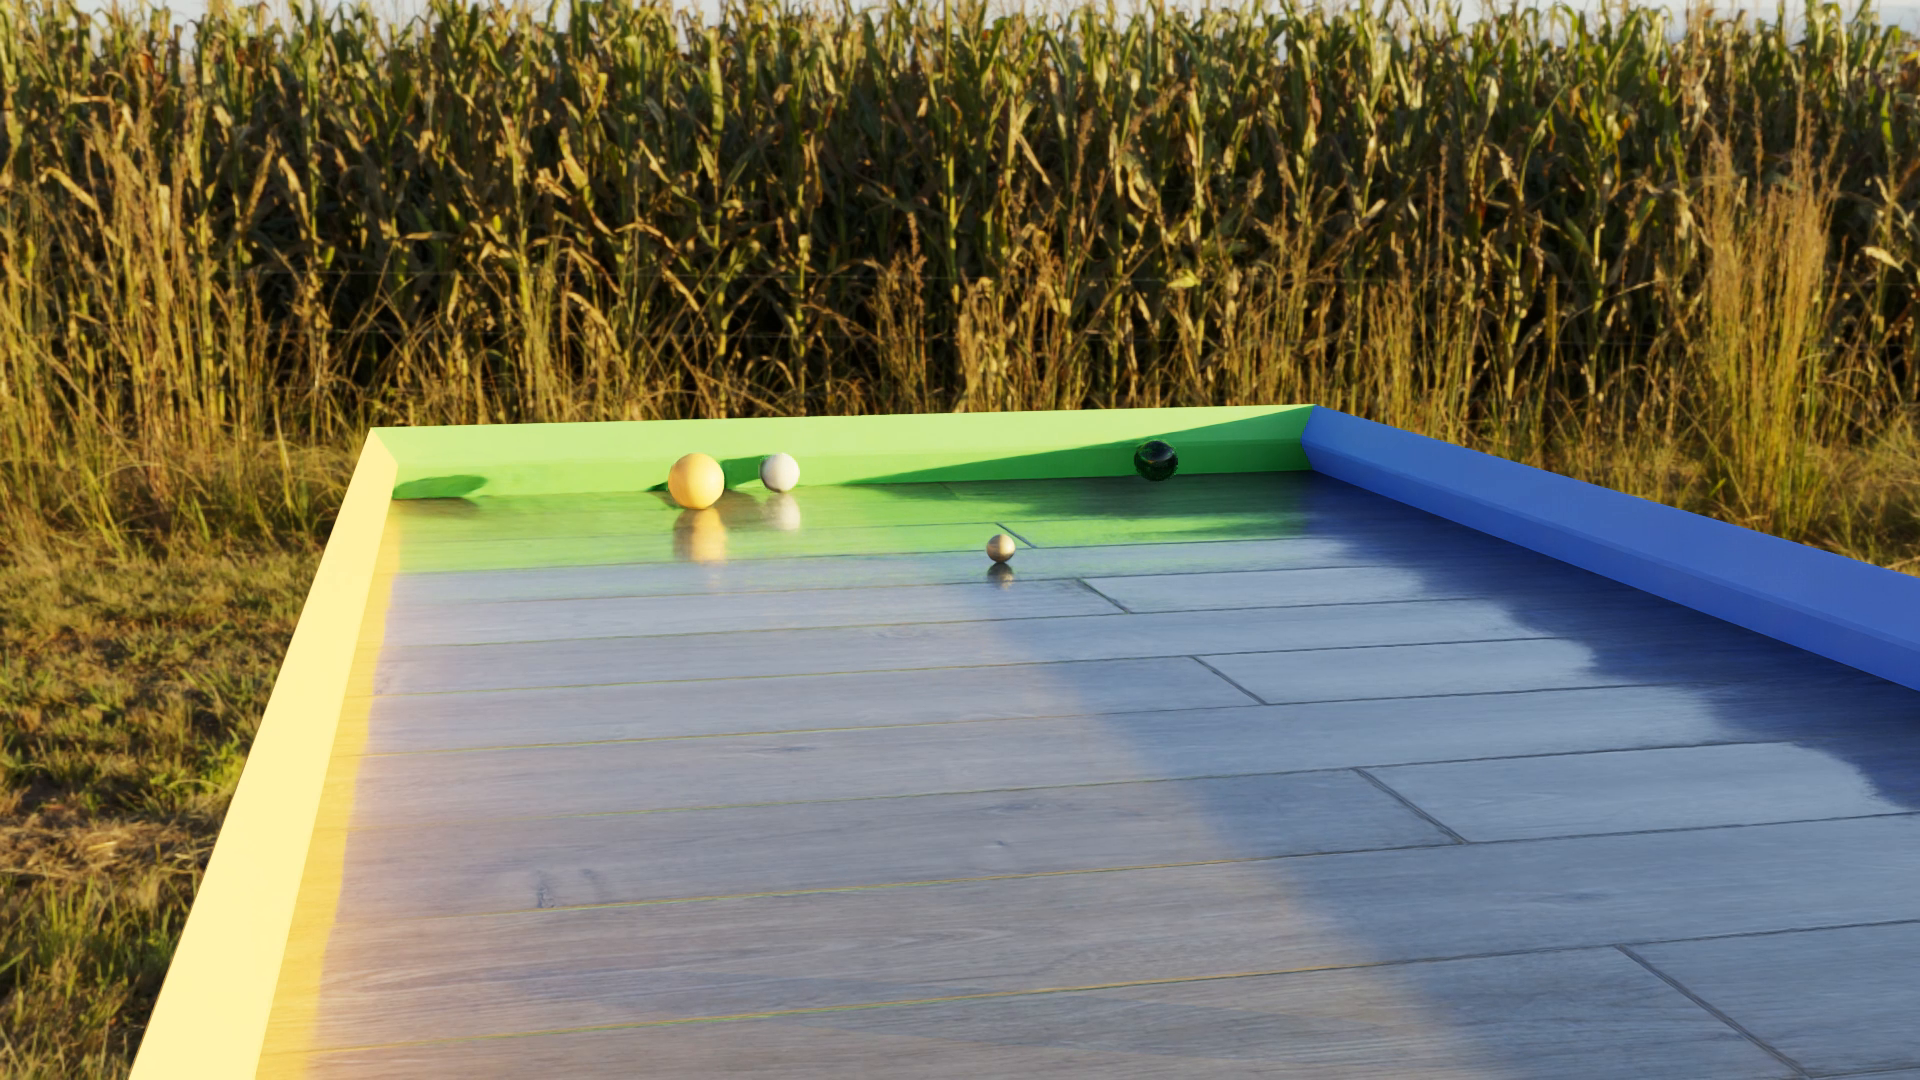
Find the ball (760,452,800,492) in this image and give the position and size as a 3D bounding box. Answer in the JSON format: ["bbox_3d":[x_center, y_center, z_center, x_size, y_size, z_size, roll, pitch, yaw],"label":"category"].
[{"bbox_3d":[-0.319,-0.119,3.889,0.070,0.070,0.070,0,10,0],"label":"ball"}]

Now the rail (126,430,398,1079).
[{"bbox_3d":[-0.650,0.134,2.258,0.045,0.123,3.225,-2,10,-12],"label":"rail"}]

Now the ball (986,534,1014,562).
[{"bbox_3d":[0.059,0.012,3.209,0.042,0.042,0.042,0,10,0],"label":"ball"}]

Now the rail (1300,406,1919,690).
[{"bbox_3d":[0.996,0.072,2.614,0.045,0.123,3.225,-2,10,-12],"label":"rail"}]

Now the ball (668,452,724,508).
[{"bbox_3d":[-0.444,-0.100,3.704,0.095,0.095,0.095,0,10,0],"label":"ball"}]

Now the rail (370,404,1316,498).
[{"bbox_3d":[-0.168,-0.160,3.966,1.732,0.123,0.045,-2,10,-12],"label":"rail"}]

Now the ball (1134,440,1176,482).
[{"bbox_3d":[0.357,-0.145,4.021,0.077,0.077,0.077,0,10,0],"label":"ball"}]
